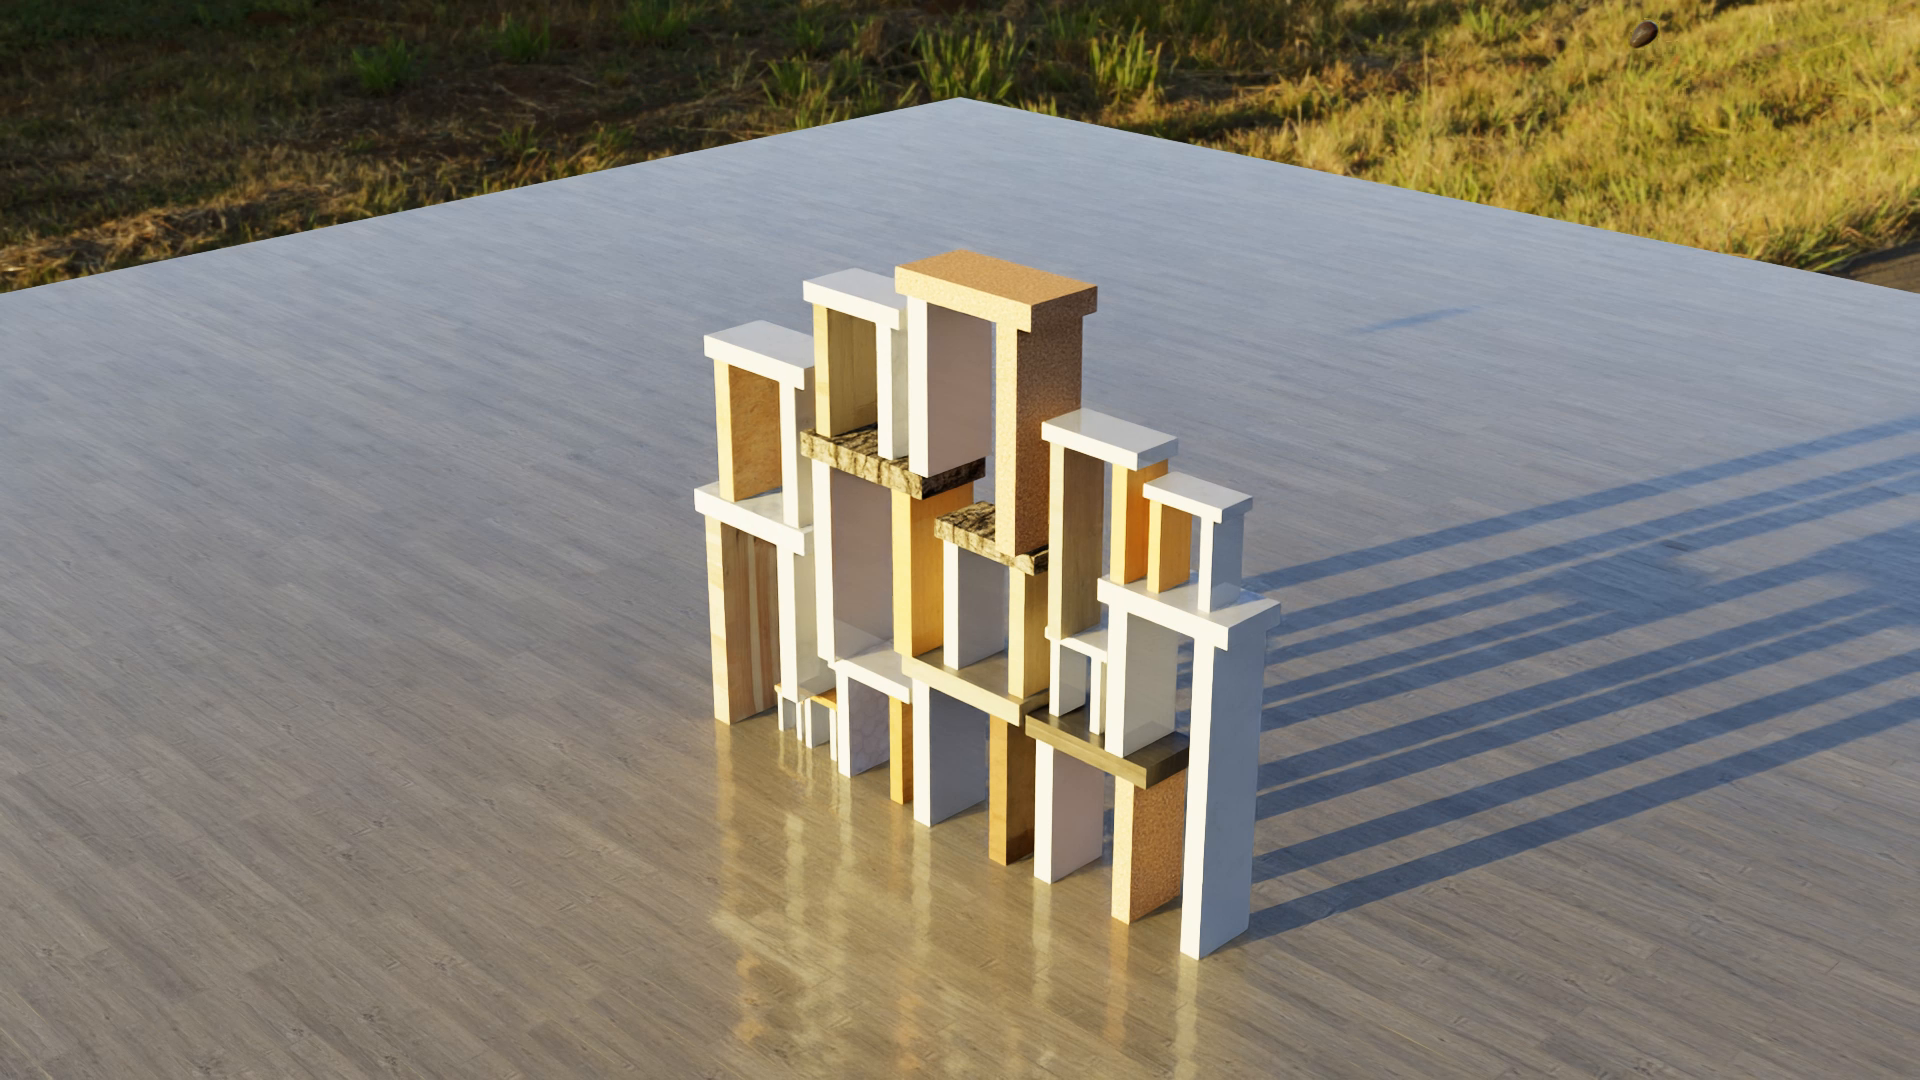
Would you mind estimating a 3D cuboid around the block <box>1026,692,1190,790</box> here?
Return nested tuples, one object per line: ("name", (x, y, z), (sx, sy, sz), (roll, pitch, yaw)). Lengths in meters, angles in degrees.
("block", (0.281, 0.367, 4.081), (0.297, 0.042, 0.149), (21, 31, 41))

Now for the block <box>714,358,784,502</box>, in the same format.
("block", (-0.433, -0.245, 4.587), (0.043, 0.304, 0.152), (21, 31, 40))

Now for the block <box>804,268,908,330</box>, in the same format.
("block", (-0.160, -0.462, 4.193), (0.133, 0.038, 0.266), (-21, 31, -40))

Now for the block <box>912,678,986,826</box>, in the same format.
("block", (-0.021, 0.401, 4.410), (0.045, 0.317, 0.158), (21, 31, 41))

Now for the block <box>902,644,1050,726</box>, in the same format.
("block", (0.054, 0.264, 4.271), (0.317, 0.045, 0.158), (21, 31, 41))

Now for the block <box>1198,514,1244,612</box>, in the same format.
("block", (0.445, 0.031, 3.749), (0.024, 0.170, 0.085), (21, 31, 41))

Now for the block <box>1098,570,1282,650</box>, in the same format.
("block", (0.398, 0.107, 3.841), (0.292, 0.041, 0.146), (21, 31, 41))

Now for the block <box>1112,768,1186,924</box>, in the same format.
("block", (0.351, 0.550, 4.083), (0.042, 0.297, 0.148), (21, 31, 41))

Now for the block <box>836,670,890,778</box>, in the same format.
("block", (-0.200, 0.365, 4.595), (0.034, 0.238, 0.119), (21, 31, 41))

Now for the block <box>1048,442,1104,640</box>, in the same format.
("block", (0.211, -0.010, 3.985), (0.031, 0.380, 0.110), (21, 31, 41))

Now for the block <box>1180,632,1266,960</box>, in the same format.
("block", (0.467, 0.443, 3.909), (0.041, 0.631, 0.146), (21, 31, 41))

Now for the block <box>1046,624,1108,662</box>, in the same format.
("block", (0.239, 0.181, 4.048), (0.152, 0.022, 0.076), (21, 31, 41))

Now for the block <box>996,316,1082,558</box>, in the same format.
("block", (0.143, -0.198, 3.983), (0.171, 0.434, 0.048), (-21, 31, -40))

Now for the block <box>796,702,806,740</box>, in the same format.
("block", (-0.330, 0.382, 4.743), (0.013, 0.091, 0.045), (21, 31, 41))

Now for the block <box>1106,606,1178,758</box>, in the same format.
("block", (0.330, 0.233, 3.969), (0.041, 0.292, 0.146), (21, 31, 41))

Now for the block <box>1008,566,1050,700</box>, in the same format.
("block", (0.151, 0.156, 4.134), (0.130, 0.261, 0.037), (-21, 31, -41))

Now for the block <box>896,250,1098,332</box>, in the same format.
("block", (0.063, -0.453, 3.964), (0.171, 0.048, 0.342), (-21, 31, -40))

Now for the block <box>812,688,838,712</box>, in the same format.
("block", (-0.275, 0.328, 4.659), (0.120, 0.017, 0.060), (21, 31, 41))

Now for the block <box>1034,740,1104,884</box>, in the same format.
("block", (0.211, 0.496, 4.212), (0.042, 0.297, 0.148), (21, 31, 41))

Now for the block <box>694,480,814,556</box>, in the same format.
("block", (-0.377, -0.062, 4.607), (0.347, 0.049, 0.173), (21, 31, 40))

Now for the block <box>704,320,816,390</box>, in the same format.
("block", (-0.361, -0.377, 4.454), (0.304, 0.043, 0.152), (21, 31, 40))

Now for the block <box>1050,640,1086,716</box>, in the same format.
("block", (0.203, 0.247, 4.115), (0.022, 0.152, 0.076), (21, 31, 41))

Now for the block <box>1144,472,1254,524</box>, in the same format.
("block", (0.405, -0.074, 3.748), (0.170, 0.024, 0.085), (21, 31, 41))

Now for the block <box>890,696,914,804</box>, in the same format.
("block", (-0.087, 0.409, 4.491), (0.034, 0.238, 0.119), (21, 31, 41))

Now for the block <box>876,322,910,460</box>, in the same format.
("block", (-0.096, -0.298, 4.195), (0.038, 0.266, 0.133), (21, 31, 40))

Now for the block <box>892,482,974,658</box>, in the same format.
("block", (-0.052, 0.043, 4.295), (0.048, 0.342, 0.171), (21, 31, 41))

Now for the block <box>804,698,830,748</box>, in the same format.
("block", (-0.303, 0.380, 4.711), (0.017, 0.120, 0.060), (21, 31, 41))

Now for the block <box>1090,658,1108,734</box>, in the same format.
("block", (0.275, 0.275, 4.049), (0.022, 0.152, 0.076), (21, 31, 41))

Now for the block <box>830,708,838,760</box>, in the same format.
("block", (-0.247, 0.402, 4.659), (0.017, 0.120, 0.060), (21, 31, 41))

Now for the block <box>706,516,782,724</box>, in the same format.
("block", (-0.460, 0.151, 4.786), (0.049, 0.483, 0.173), (21, 31, 41))

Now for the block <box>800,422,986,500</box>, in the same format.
("block", (-0.133, -0.168, 4.293), (0.342, 0.048, 0.171), (21, 31, 40))

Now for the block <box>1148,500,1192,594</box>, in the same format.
("block", (0.365, 0.000, 3.823), (0.024, 0.170, 0.085), (21, 31, 41))

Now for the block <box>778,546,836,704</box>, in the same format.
("block", (-0.296, 0.152, 4.609), (0.049, 0.346, 0.173), (21, 31, 41))

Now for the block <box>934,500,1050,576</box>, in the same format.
("block", (0.090, -0.006, 4.132), (0.130, 0.037, 0.261), (-21, 31, -40))

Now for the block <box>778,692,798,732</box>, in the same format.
("block", (-0.373, 0.366, 4.783), (0.013, 0.091, 0.045), (21, 31, 41))

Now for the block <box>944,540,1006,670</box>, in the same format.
("block", (0.028, 0.108, 4.247), (0.037, 0.261, 0.130), (21, 31, 41))

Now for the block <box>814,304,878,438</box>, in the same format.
("block", (-0.222, -0.347, 4.311), (0.038, 0.266, 0.133), (21, 31, 40))

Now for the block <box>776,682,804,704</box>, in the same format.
("block", (-0.352, 0.326, 4.743), (0.091, 0.013, 0.045), (21, 31, 41))

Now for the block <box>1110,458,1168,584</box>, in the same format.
("block", (0.314, -0.042, 3.858), (0.031, 0.220, 0.110), (21, 31, 41))

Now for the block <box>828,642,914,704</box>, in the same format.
("block", (-0.145, 0.262, 4.489), (0.238, 0.034, 0.119), (21, 31, 40))

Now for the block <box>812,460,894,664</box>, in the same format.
("block", (-0.214, 0.022, 4.460), (0.048, 0.431, 0.171), (21, 31, 40))

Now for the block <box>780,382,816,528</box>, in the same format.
("block", (-0.289, -0.189, 4.456), (0.043, 0.304, 0.152), (21, 31, 40))

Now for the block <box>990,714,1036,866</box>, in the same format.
("block", (0.129, 0.459, 4.273), (0.045, 0.317, 0.158), (21, 31, 41))

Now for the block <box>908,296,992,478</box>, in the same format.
("block", (-0.018, -0.304, 4.114), (0.048, 0.342, 0.171), (21, 31, 40))

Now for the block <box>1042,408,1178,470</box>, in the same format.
("block", (0.262, -0.178, 3.857), (0.110, 0.031, 0.220), (-21, 31, -40))
